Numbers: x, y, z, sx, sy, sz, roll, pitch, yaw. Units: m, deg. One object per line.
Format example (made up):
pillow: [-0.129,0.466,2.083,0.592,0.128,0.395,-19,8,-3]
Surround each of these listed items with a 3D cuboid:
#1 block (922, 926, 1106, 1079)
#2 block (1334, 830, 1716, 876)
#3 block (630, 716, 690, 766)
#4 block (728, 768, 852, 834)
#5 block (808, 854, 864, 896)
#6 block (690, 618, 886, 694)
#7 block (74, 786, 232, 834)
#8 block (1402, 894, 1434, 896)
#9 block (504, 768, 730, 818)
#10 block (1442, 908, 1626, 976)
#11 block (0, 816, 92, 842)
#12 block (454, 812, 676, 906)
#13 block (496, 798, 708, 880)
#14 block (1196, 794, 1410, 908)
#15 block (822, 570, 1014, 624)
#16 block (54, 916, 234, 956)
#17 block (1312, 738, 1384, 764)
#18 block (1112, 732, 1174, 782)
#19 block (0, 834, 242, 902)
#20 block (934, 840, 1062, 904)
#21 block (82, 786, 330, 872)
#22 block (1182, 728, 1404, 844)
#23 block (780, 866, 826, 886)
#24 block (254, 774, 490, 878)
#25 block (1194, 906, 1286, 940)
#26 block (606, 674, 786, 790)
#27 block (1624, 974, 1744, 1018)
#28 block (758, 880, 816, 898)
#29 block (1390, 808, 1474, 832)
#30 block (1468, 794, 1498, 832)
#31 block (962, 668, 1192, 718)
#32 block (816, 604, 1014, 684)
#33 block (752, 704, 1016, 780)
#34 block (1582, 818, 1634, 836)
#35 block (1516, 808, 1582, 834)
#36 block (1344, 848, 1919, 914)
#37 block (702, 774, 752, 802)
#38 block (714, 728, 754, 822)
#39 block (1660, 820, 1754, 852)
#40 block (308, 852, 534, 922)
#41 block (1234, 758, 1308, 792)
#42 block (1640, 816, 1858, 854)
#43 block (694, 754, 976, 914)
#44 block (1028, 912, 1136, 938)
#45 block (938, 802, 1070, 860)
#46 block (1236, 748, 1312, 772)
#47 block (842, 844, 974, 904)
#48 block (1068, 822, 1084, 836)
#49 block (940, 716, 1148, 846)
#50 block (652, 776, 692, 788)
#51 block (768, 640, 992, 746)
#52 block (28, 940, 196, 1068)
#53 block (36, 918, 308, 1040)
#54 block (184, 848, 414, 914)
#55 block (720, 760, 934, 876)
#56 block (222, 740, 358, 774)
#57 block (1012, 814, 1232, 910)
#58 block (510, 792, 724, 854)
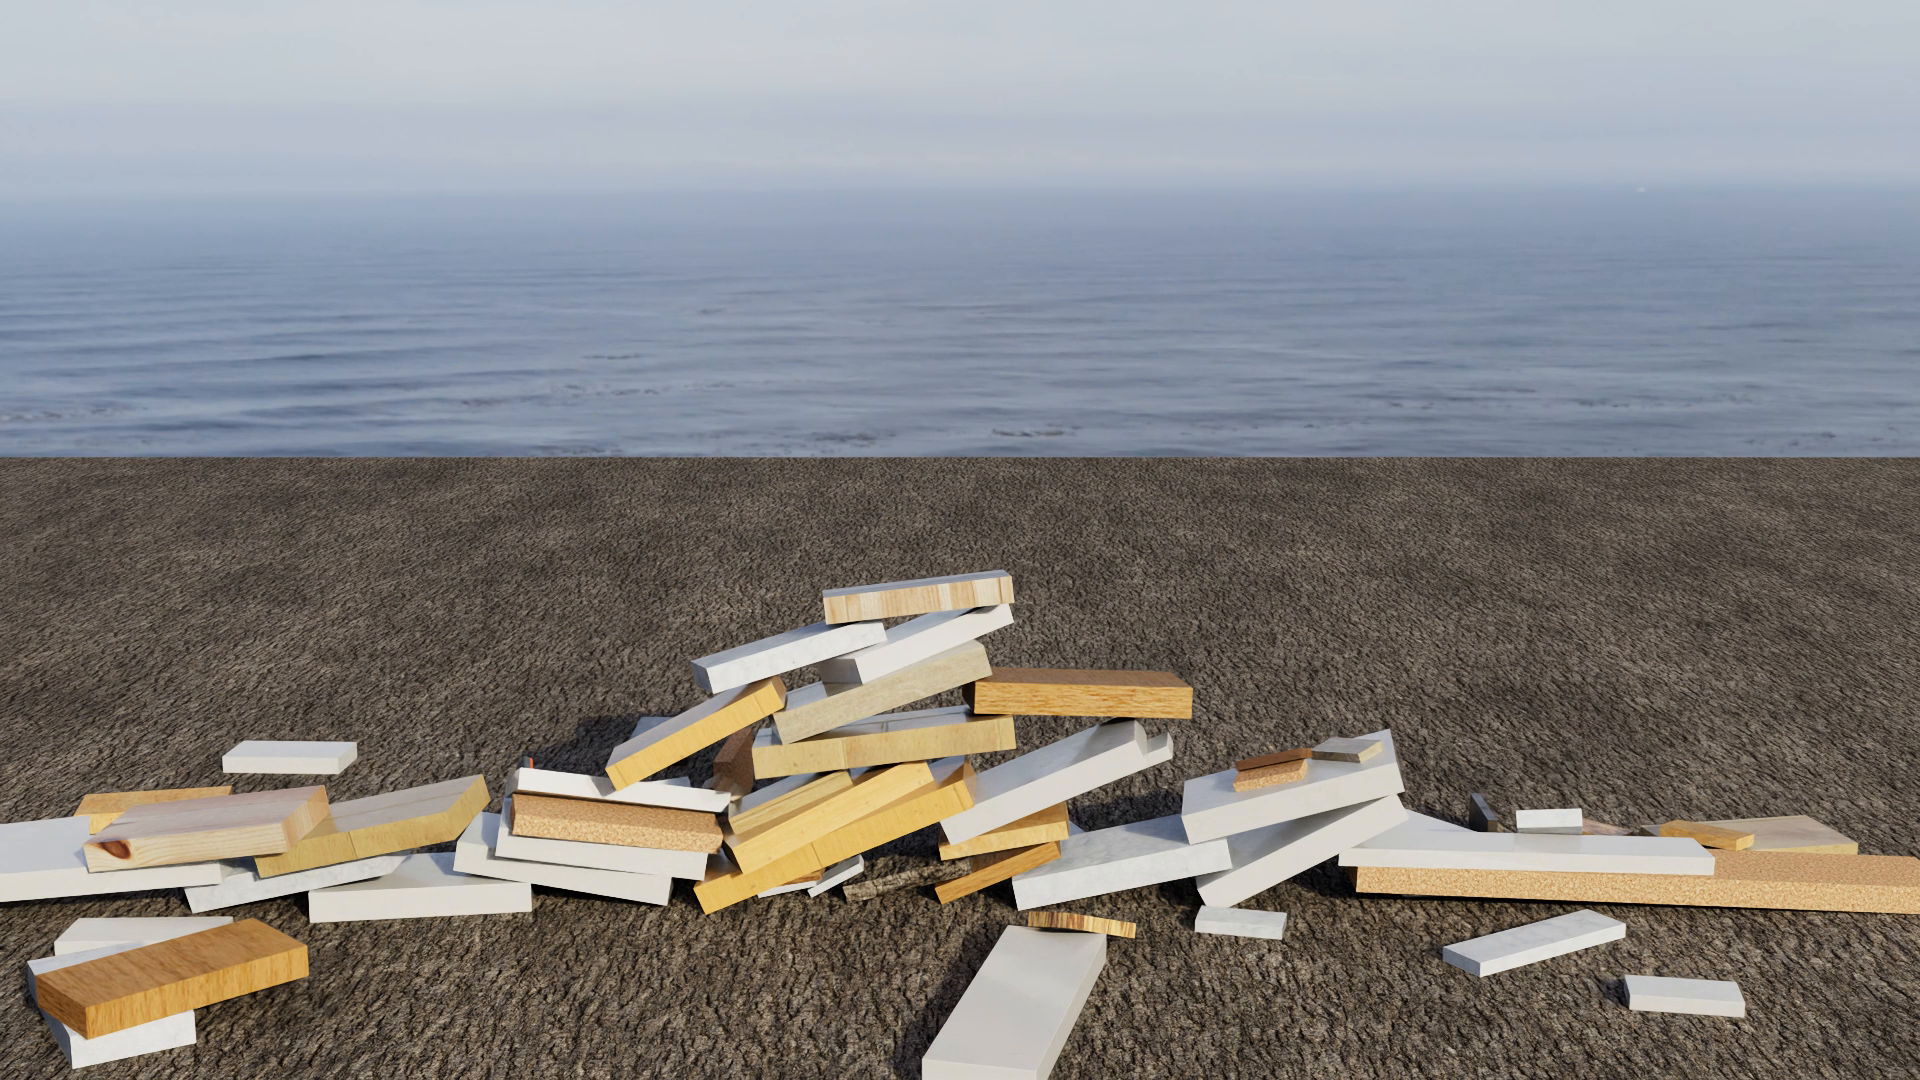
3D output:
block: [0.087,0.666,3.140,0.154,0.044,0.515,3,11,14]
block: [0.920,0.513,3.624,0.615,0.030,0.105,2,10,-2]
block: [-0.611,0.413,4.525,0.123,0.035,0.247,0,11,0]
block: [-0.280,0.418,3.624,0.207,0.029,0.104,-24,9,-2]
block: [-0.207,0.560,3.669,0.098,0.014,0.049,-28,10,4]
block: [-0.286,0.184,3.657,0.301,0.043,0.150,-17,6,-16]
block: [-1.487,0.498,4.062,0.259,0.037,0.130,-2,11,-12]
block: [0.781,0.582,3.676,0.094,0.013,0.047,0,11,-3]
block: [-0.571,0.426,3.670,0.353,0.035,0.123,9,-16,-20]
block: [0.895,0.625,3.419,0.316,0.022,0.079,-7,12,-31]
block: [-1.669,0.534,3.867,0.259,0.037,0.130,-4,11,-21]
block: [-0.647,0.528,3.657,0.350,0.050,0.175,10,9,-2]
block: [-0.590,0.492,3.629,0.336,0.048,0.168,9,9,-11]
block: [0.556,0.489,3.626,0.355,0.050,0.177,-28,9,7]
block: [-0.072,0.094,3.659,0.309,0.044,0.154,-7,4,-4]
block: [-1.269,0.620,3.427,0.241,0.029,0.104,0,11,-2]
block: [0.633,0.344,3.604,0.057,0.016,0.113,-24,12,-33]
block: [0.201,0.395,3.631,0.316,0.022,0.077,-23,9,11]
block: [-1.659,0.548,3.578,0.944,0.046,0.163,-5,12,-2]
block: [0.063,0.536,3.657,0.212,0.030,0.106,-23,9,5]
block: [-1.207,0.462,3.531,0.336,0.048,0.168,-7,13,9]
block: [0.545,0.405,3.618,0.355,0.050,0.177,-16,10,11]
block: [-0.277,0.558,3.659,0.098,0.014,0.049,-10,11,8]
block: [-0.945,0.459,3.542,0.336,0.048,0.168,-12,13,11]
block: [0.448,0.610,3.508,0.138,0.020,0.069,3,11,14]
block: [-0.430,0.308,3.604,0.301,0.043,0.150,-27,8,1]
block: [1.055,0.664,3.207,0.158,0.022,0.079,2,11,10]
block: [-0.289,0.573,3.670,0.098,0.014,0.049,-12,11,1]
block: [0.758,0.522,3.913,0.161,0.046,0.321,-8,13,-36]
block: [0.939,0.507,3.950,0.017,0.060,0.161,0,11,2]
block: [0.191,0.253,3.657,0.357,0.051,0.179,2,5,-7]
block: [-0.076,0.168,3.682,0.301,0.043,0.150,-21,8,-28]
block: [-0.124,0.326,3.613,0.421,0.051,0.179,-7,5,-1]
block: [1.134,0.525,3.964,0.069,0.020,0.138,-10,14,-42]
block: [0.999,0.502,3.738,0.105,0.030,0.210,-3,-23,12]
block: [1.130,0.554,3.649,0.966,0.046,0.161,2,10,1]
block: [-0.347,0.476,3.784,0.207,0.029,0.104,35,-23,-9]
block: [-0.427,0.442,4.148,0.033,0.116,0.232,1,11,4]
block: [1.284,0.508,3.782,0.138,0.020,0.069,7,8,43]
block: [-0.884,0.570,3.640,0.350,0.050,0.175,-2,11,-8]
block: [0.508,0.385,3.598,0.113,0.016,0.057,-14,11,21]
block: [1.373,0.535,3.838,0.321,0.046,0.161,-2,11,-11]
block: [-0.202,0.480,3.629,0.474,0.049,0.172,-22,9,5]
block: [0.189,0.594,3.396,0.158,0.022,0.079,17,-17,-42]
block: [0.074,0.482,3.647,0.212,0.030,0.106,-10,10,5]
block: [0.518,0.362,3.629,0.113,0.016,0.057,-16,-12,30]
block: [-0.085,0.549,3.662,0.212,0.030,0.106,-14,10,4]
block: [0.188,0.529,3.952,0.060,0.017,0.120,-4,11,-21]
block: [0.139,0.389,3.606,0.344,0.049,0.172,-23,9,9]
block: [-0.584,0.496,3.839,0.259,0.130,0.037,-6,-29,-28]
block: [-0.139,0.243,3.624,0.357,0.051,0.179,-18,7,-9]
block: [-1.221,0.662,3.157,0.163,0.046,0.326,-7,12,-32]
block: [-1.118,0.620,3.130,0.326,0.046,0.163,-10,15,-44]
block: [-1.075,0.525,3.624,0.350,0.050,0.175,-12,13,10]
block: [-0.227,0.437,3.628,0.344,0.049,0.172,-26,9,-13]
block: [-1.342,0.436,4.410,0.232,0.033,0.116,0,11,3]
block: [0.265,0.529,3.660,0.355,0.050,0.177,-12,10,3]
block: [-0.561,0.462,3.587,0.334,0.033,0.116,8,9,-15]
